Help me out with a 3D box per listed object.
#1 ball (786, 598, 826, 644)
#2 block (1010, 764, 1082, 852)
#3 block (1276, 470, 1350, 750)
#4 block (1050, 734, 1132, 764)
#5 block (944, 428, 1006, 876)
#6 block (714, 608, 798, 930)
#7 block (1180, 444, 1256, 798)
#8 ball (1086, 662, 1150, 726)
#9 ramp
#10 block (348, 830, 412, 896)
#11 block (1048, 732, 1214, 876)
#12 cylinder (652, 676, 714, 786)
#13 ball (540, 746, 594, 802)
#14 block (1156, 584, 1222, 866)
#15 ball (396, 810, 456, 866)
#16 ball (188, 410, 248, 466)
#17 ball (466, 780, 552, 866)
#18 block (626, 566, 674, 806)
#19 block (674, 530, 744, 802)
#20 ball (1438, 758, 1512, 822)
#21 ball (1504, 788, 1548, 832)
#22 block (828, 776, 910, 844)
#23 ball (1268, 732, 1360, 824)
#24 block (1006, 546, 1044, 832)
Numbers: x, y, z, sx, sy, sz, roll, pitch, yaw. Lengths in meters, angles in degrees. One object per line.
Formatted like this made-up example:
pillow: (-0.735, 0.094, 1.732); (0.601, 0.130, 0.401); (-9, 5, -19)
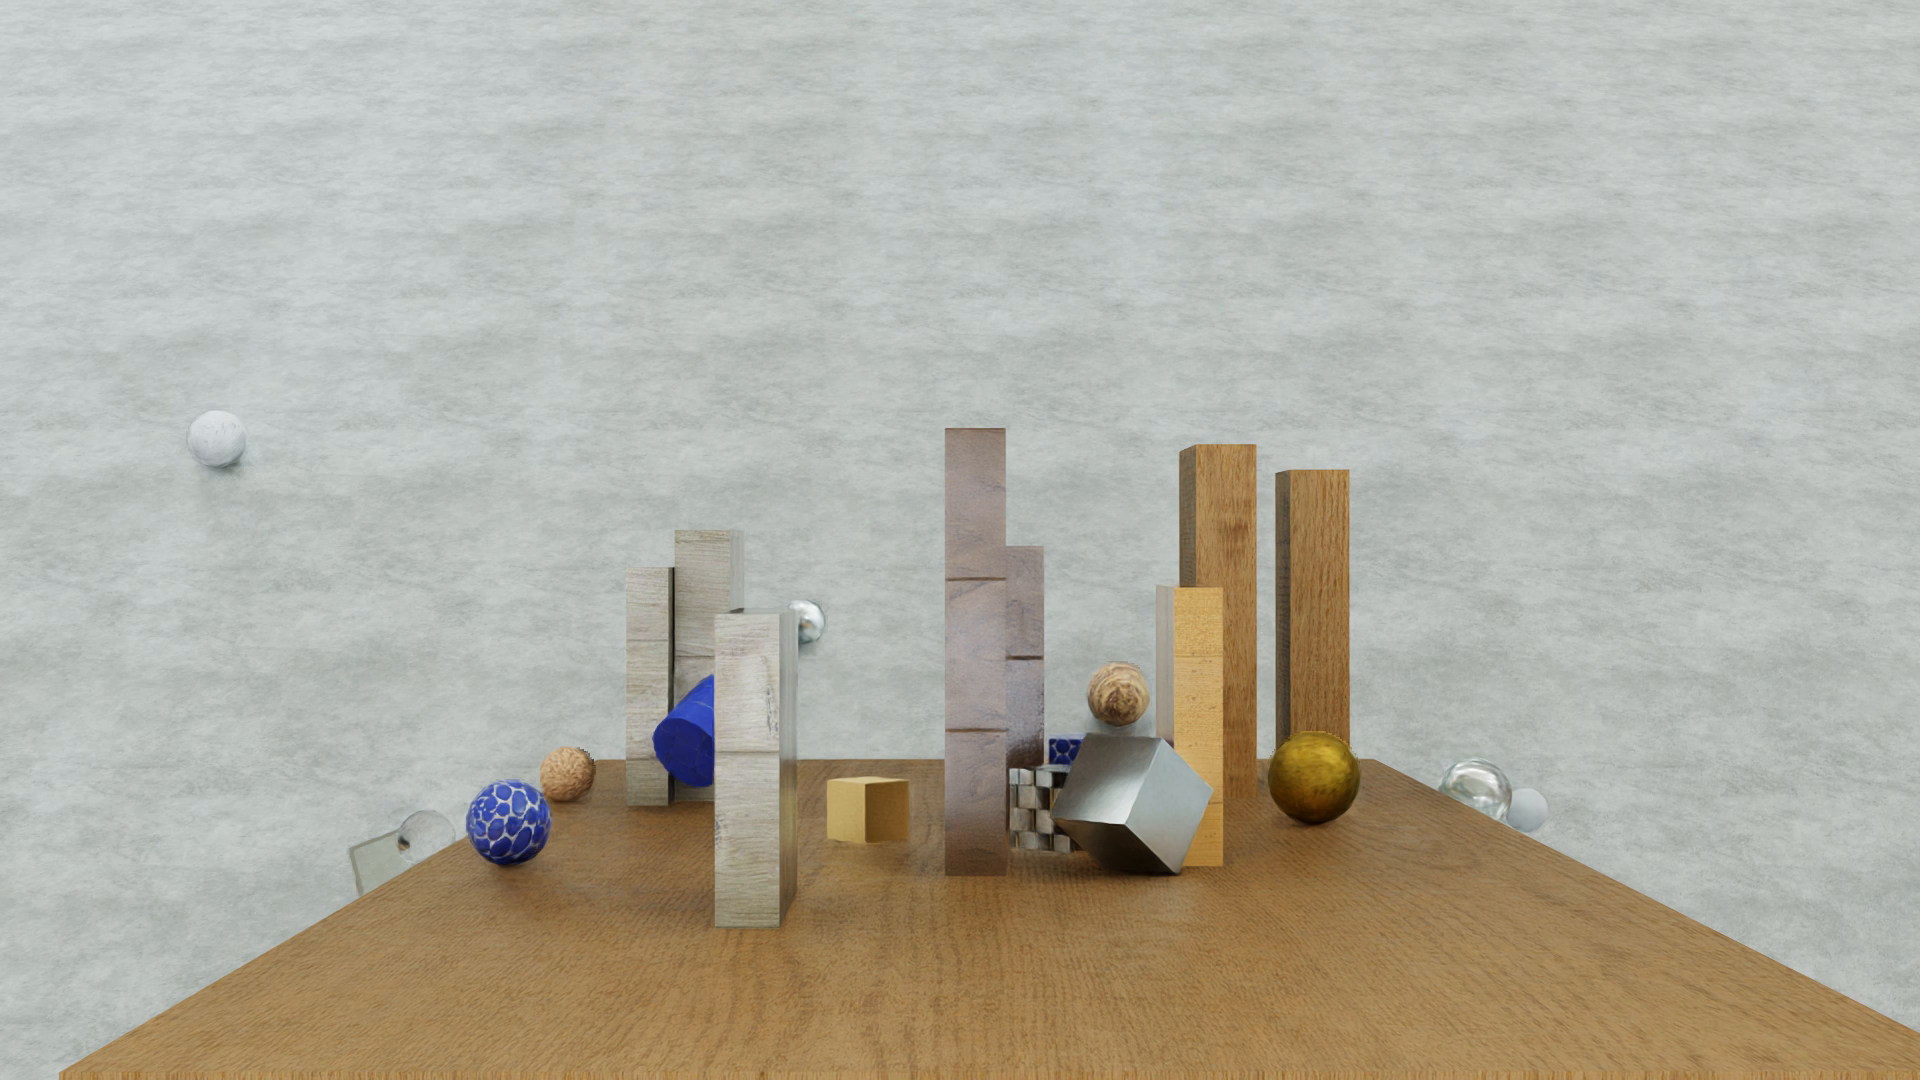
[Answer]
ball: (-0.442, 0.228, 7.288); (0.125, 0.125, 0.125); (0, 31, 0)
block: (0.190, 0.486, 4.712); (0.142, 0.142, 0.142); (0, 0, 42)
block: (0.820, 0.201, 6.036); (0.135, 0.722, 0.279); (0, 0, 0)
block: (0.264, 0.478, 5.232); (0.162, 0.162, 0.162); (0, 0, 4)
block: (0.025, 0.186, 4.431); (0.101, 0.741, 0.305); (0, 0, 0)
block: (-0.303, 0.330, 3.890); (0.092, 0.447, 0.415); (0, 0, 0)
block: (0.579, 0.177, 5.838); (0.132, 0.769, 0.431); (0, 0, 0)
ball: (0.424, 0.413, 6.931); (0.171, 0.171, 0.171); (0, 31, 0)
ramp: (0.068, 0.607, 4.674); (2.000, 0.100, 4.000); (0, 0, 0)
block: (-1.326, 0.796, 6.167); (0.169, 0.169, 0.169); (-21, 72, 6)
block: (0.287, 0.440, 4.326); (0.165, 0.165, 0.165); (0, 55, 44)
cylinder: (-0.527, 0.400, 5.429); (0.170, 0.170, 0.170); (14, 35, 22)
ball: (-0.843, 0.502, 5.552); (0.117, 0.117, 0.117); (0, 31, 0)
block: (0.406, 0.319, 4.614); (0.083, 0.475, 0.407); (0, 0, 0)
ball: (-1.155, 0.650, 5.603); (0.129, 0.129, 0.129); (0, 31, 0)
ball: (-2.340, -0.320, 8.163); (0.180, 0.180, 0.180); (0, 31, 0)
ball: (-0.771, 0.483, 4.428); (0.146, 0.146, 0.146); (0, 31, 0)
block: (-0.660, 0.310, 5.590); (0.089, 0.502, 0.261); (0, 0, 0)
block: (-0.553, 0.270, 5.742); (0.119, 0.582, 0.380); (0, 0, 0)
ball: (1.226, 0.606, 6.164); (0.173, 0.173, 0.173); (0, 31, 0)
ball: (1.414, 0.675, 6.467); (0.111, 0.111, 0.111); (0, 31, 0)
block: (-0.171, 0.503, 4.835); (0.109, 0.109, 0.109); (0, 0, -42)
ball: (0.695, 0.468, 5.088); (0.180, 0.180, 0.180); (0, 31, 0)
block: (0.108, 0.285, 5.107); (0.107, 0.547, 0.294); (0, 0, 0)
